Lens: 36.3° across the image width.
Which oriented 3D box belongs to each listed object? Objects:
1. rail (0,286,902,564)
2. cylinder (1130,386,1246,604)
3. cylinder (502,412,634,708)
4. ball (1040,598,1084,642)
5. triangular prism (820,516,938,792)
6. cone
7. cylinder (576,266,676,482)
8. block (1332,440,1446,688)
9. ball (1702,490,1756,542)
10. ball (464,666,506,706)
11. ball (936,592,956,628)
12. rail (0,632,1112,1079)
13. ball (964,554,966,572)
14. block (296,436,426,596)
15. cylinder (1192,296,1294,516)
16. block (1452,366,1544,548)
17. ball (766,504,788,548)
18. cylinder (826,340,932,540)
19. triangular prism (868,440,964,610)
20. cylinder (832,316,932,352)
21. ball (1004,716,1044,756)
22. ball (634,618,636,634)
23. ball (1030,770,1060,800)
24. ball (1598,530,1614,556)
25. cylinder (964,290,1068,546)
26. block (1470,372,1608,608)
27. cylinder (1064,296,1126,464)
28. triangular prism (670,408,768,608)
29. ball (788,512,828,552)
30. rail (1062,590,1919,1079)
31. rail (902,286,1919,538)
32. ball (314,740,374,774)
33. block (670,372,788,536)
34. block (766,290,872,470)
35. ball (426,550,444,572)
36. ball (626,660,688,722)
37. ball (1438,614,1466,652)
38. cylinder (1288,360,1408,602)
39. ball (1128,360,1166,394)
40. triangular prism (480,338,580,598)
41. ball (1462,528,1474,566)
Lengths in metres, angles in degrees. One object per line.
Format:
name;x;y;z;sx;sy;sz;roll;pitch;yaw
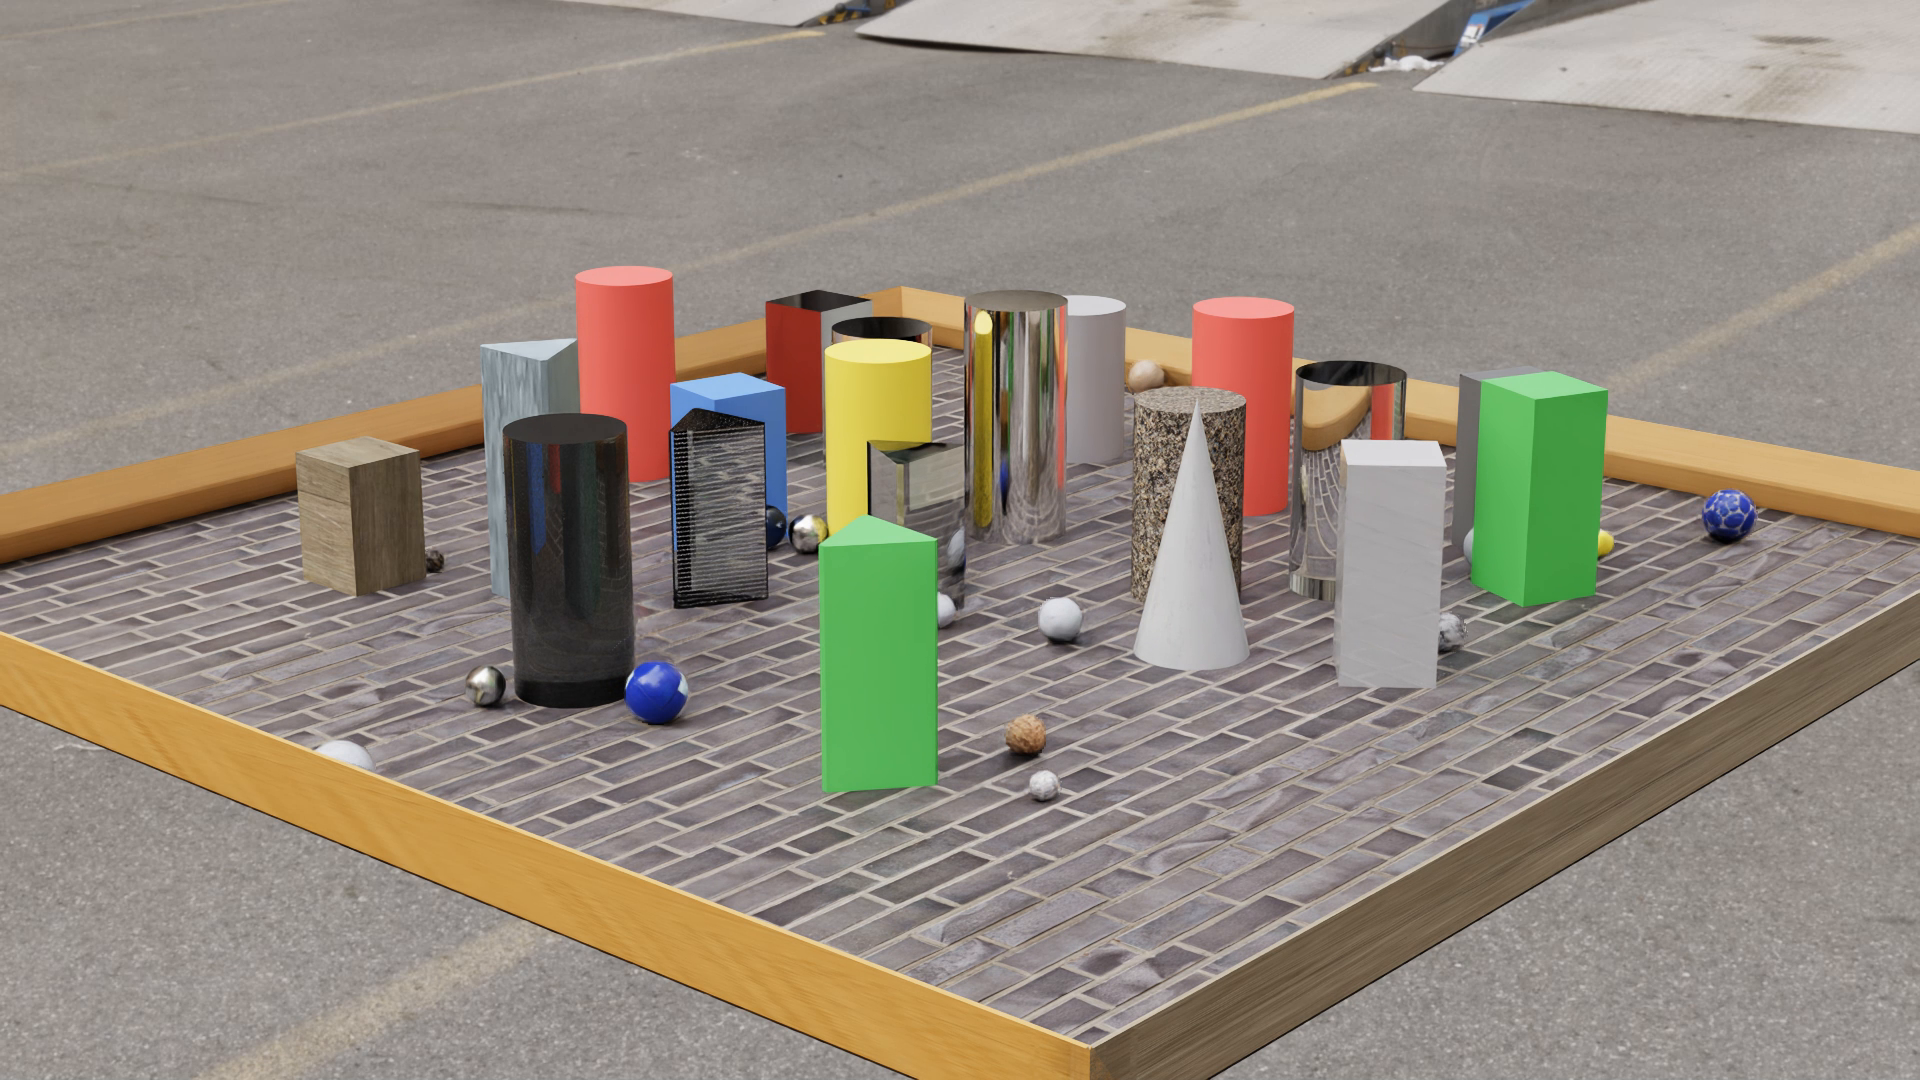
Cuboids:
rail;-1.055;-0.234;5.998;0.045;0.125;2.843;14;22;39
cylinder;0.395;-0.074;5.083;0.192;0.350;0.192;0;17;0
cylinder;-0.612;0.031;4.602;0.192;0.427;0.192;0;17;0
ball;0.168;0.133;4.877;0.073;0.073;0.073;0;17;0
triangular prism;-0.127;0.161;4.266;0.166;0.371;0.144;-3;17;-10
cone;0.382;-0.023;4.774;0.192;0.431;0.192;0;17;0
cylinder;-0.664;-0.332;5.854;0.192;0.398;0.192;0;17;0
block;0.684;0.037;4.686;0.154;0.366;0.154;1;17;3
ball;1.423;-0.046;5.429;0.096;0.096;0.096;0;17;0
ball;-0.741;0.227;4.580;0.063;0.063;0.063;0;17;0
ball;-0.037;0.119;4.947;0.059;0.059;0.059;0;17;0
rail;-0.917;0.336;4.110;2.842;0.125;0.045;14;22;39
ball;-0.035;0.040;5.150;0.092;0.092;0.092;0;17;0
block;-1.058;-0.044;5.183;0.154;0.234;0.154;15;22;40
cylinder;0.539;-0.257;5.628;0.192;0.386;0.192;0;17;0
block;1.011;-0.137;5.341;0.154;0.322;0.154;-8;18;-24
ball;-0.358;-0.025;5.385;0.082;0.082;0.082;0;17;0
cylinder;-0.148;-0.163;5.342;0.192;0.371;0.192;0;17;0
triangular prism;-0.101;-0.018;4.999;0.144;0.291;0.166;14;21;38
cylinder;-0.149;-0.240;5.638;0.192;0.346;0.192;0;17;0
ball;0.097;0.292;4.373;0.060;0.060;0.060;0;17;0
ball;-0.576;0.141;4.824;0.087;0.087;0.087;0;17;0
ball;0.120;0.352;4.203;0.043;0.043;0.043;0;17;0
ball;1.165;0.006;5.340;0.047;0.047;0.047;0;17;0
cylinder;0.103;-0.229;5.439;0.192;0.440;0.192;0;17;0
block;1.007;-0.091;5.105;0.154;0.369;0.154;-8;19;-25
cylinder;0.242;-0.331;6.008;0.192;0.307;0.192;0;17;0
triangular prism;-0.437;-0.060;5.096;0.166;0.315;0.144;-6;18;-20
ball;-0.278;-0.013;5.361;0.073;0.073;0.073;0;17;0
rail;1.055;0.296;4.243;0.045;0.125;2.843;14;22;39
rail;0.917;-0.274;6.131;2.842;0.125;0.045;14;22;39
ball;-0.883;0.332;4.177;0.096;0.096;0.096;0;17;0
block;-0.429;-0.149;5.447;0.154;0.283;0.154;-12;21;-35
block;-0.285;-0.329;5.972;0.154;0.324;0.154;14;22;38
ball;-0.945;0.038;5.247;0.040;0.040;0.040;0;17;0
ball;-0.466;0.233;4.506;0.096;0.096;0.096;0;17;0
ball;0.800;0.152;4.831;0.063;0.063;0.063;0;17;0
cylinder;0.676;-0.104;5.120;0.192;0.385;0.192;0;17;0
ball;0.412;-0.357;6.481;0.082;0.082;0.082;0;17;0
triangular prism;-0.711;-0.120;5.076;0.166;0.443;0.144;15;22;40
ball;0.945;0.014;5.245;0.089;0.089;0.089;0;17;0
